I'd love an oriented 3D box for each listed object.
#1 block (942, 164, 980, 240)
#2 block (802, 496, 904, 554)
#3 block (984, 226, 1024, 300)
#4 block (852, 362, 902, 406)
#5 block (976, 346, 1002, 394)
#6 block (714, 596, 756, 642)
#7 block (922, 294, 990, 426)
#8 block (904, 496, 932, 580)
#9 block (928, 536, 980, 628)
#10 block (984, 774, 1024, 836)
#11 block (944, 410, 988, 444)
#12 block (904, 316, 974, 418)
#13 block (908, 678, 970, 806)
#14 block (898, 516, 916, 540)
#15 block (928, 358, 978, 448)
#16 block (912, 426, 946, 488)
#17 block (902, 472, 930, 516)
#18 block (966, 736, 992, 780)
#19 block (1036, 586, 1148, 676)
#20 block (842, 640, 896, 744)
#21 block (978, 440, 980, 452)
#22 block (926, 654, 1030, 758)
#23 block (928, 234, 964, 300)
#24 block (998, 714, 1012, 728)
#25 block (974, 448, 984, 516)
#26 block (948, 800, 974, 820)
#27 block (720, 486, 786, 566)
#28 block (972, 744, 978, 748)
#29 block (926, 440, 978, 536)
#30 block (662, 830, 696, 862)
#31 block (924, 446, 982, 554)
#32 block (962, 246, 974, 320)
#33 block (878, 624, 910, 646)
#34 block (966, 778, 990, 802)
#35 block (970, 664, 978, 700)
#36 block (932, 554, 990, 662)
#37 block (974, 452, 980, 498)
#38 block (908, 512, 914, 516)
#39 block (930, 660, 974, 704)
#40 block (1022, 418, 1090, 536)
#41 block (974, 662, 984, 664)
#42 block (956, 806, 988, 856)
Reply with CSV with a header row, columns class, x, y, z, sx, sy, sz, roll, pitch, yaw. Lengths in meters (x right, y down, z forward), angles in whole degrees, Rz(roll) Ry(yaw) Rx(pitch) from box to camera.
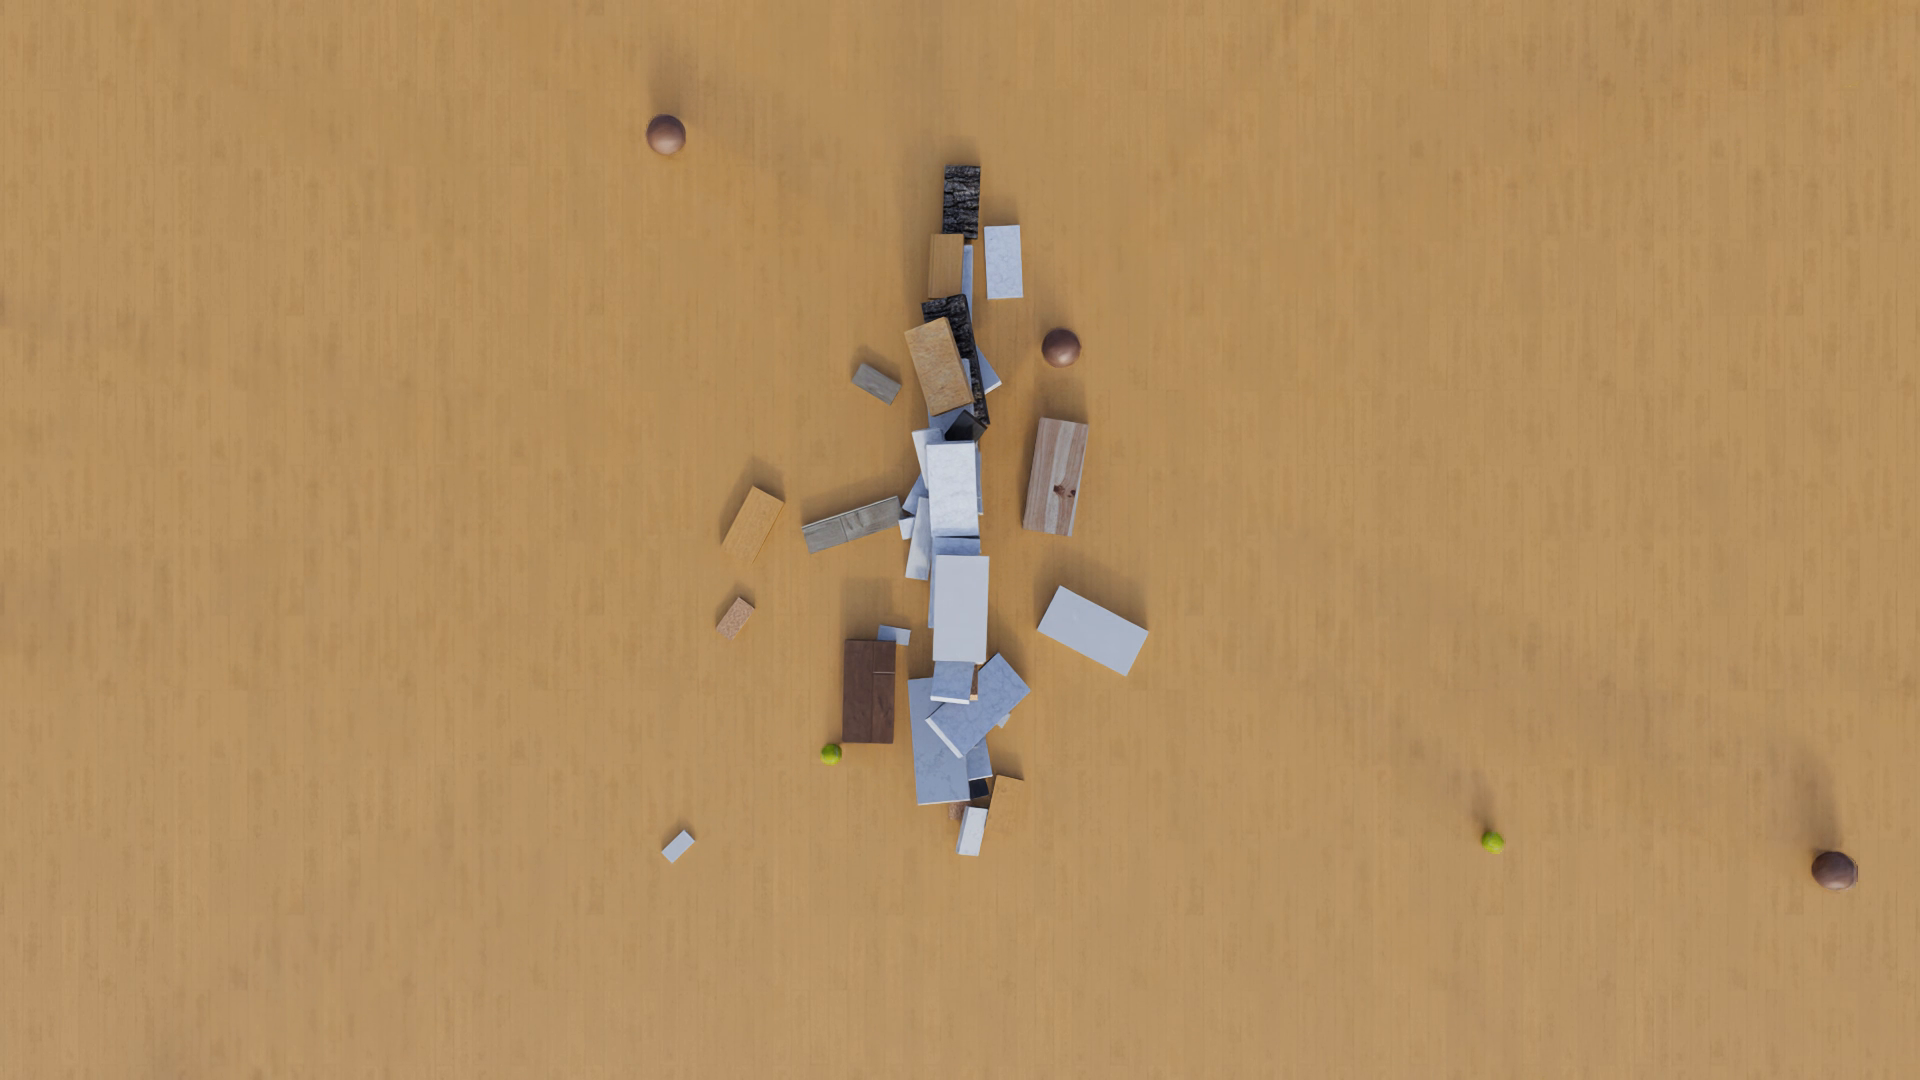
class,x,y,z,sx,sy,sz,roll,pitch,yaw
block,0.005,-1.123,5.483,0.118,0.034,0.237,2,90,0
block,-0.353,-0.051,5.486,0.336,0.027,0.096,-18,90,0
block,0.144,-0.923,5.483,0.118,0.034,0.237,-3,90,0
block,-0.278,-0.519,5.489,0.152,0.022,0.076,31,90,0
block,0.035,-0.576,5.450,0.108,0.030,0.215,-32,72,-1
block,-0.748,0.263,5.491,0.067,0.019,0.134,36,90,0
block,-0.014,-0.576,5.395,0.144,0.041,0.433,-11,88,18
block,-0.121,-0.006,5.452,0.076,0.022,0.276,9,104,-7
block,-0.020,0.137,5.336,0.151,0.043,0.302,3,102,-1
block,0.147,0.880,5.487,0.093,0.026,0.186,13,90,0
block,-0.006,-0.318,5.313,0.096,0.027,0.193,38,115,0
block,-0.067,-0.558,5.326,0.144,0.041,0.289,-19,86,17
block,-0.069,0.656,5.415,0.169,0.048,0.408,-6,75,5
block,-0.132,-0.049,5.462,0.134,0.019,0.067,-12,108,-1
block,-0.031,-0.436,5.362,0.144,0.041,0.289,-6,90,18
block,-0.084,-0.266,5.324,0.096,0.027,0.193,-8,107,19
block,-0.132,-0.149,5.468,0.067,0.019,0.134,29,90,-9
block,0.045,0.697,5.460,0.093,0.026,0.186,-11,73,0
block,0.440,0.301,5.476,0.333,0.047,0.167,28,90,0
block,-0.301,0.502,5.468,0.169,0.048,0.338,2,92,0
block,0.005,-0.268,5.452,0.124,0.035,0.247,1,75,0
block,0.061,0.541,5.406,0.333,0.047,0.167,-41,91,-25
block,-0.045,-0.901,5.443,0.108,0.030,0.215,2,84,9
block,0.112,0.573,5.493,0.105,0.015,0.053,35,90,0
block,0.005,-0.202,5.397,0.124,0.035,0.248,-4,77,-1
block,0.008,0.851,5.489,0.080,0.023,0.159,4,90,0
block,-0.690,-0.047,5.483,0.118,0.034,0.237,28,90,0
block,0.006,0.596,5.460,0.093,0.026,0.186,-4,76,5
block,-0.023,-0.164,5.260,0.151,0.043,0.302,-2,106,1
block,-0.938,1.020,5.493,0.105,0.015,0.053,-44,90,0
block,-0.022,-0.130,5.314,0.151,0.043,0.362,-5,106,1
block,-0.014,-0.798,5.458,0.108,0.030,0.354,0,84,9
block,-0.220,0.317,5.493,0.105,0.015,0.053,10,90,0
block,0.038,0.777,5.463,0.080,0.023,0.159,-15,73,-4
block,-0.003,0.413,5.408,0.124,0.035,0.248,-1,52,3
block,0.003,0.217,5.283,0.169,0.048,0.338,2,94,-1
block,0.030,-0.211,5.370,0.076,0.022,0.152,0,77,0
block,-0.112,-0.076,5.491,0.121,0.017,0.061,18,90,0
block,-0.017,0.403,5.332,0.124,0.035,0.247,6,63,5
block,0.317,-0.209,5.476,0.167,0.047,0.375,9,90,0
block,0.005,0.292,5.428,0.124,0.035,0.248,-5,63,0
block,0.040,0.964,5.468,0.080,0.023,0.159,12,91,-33
